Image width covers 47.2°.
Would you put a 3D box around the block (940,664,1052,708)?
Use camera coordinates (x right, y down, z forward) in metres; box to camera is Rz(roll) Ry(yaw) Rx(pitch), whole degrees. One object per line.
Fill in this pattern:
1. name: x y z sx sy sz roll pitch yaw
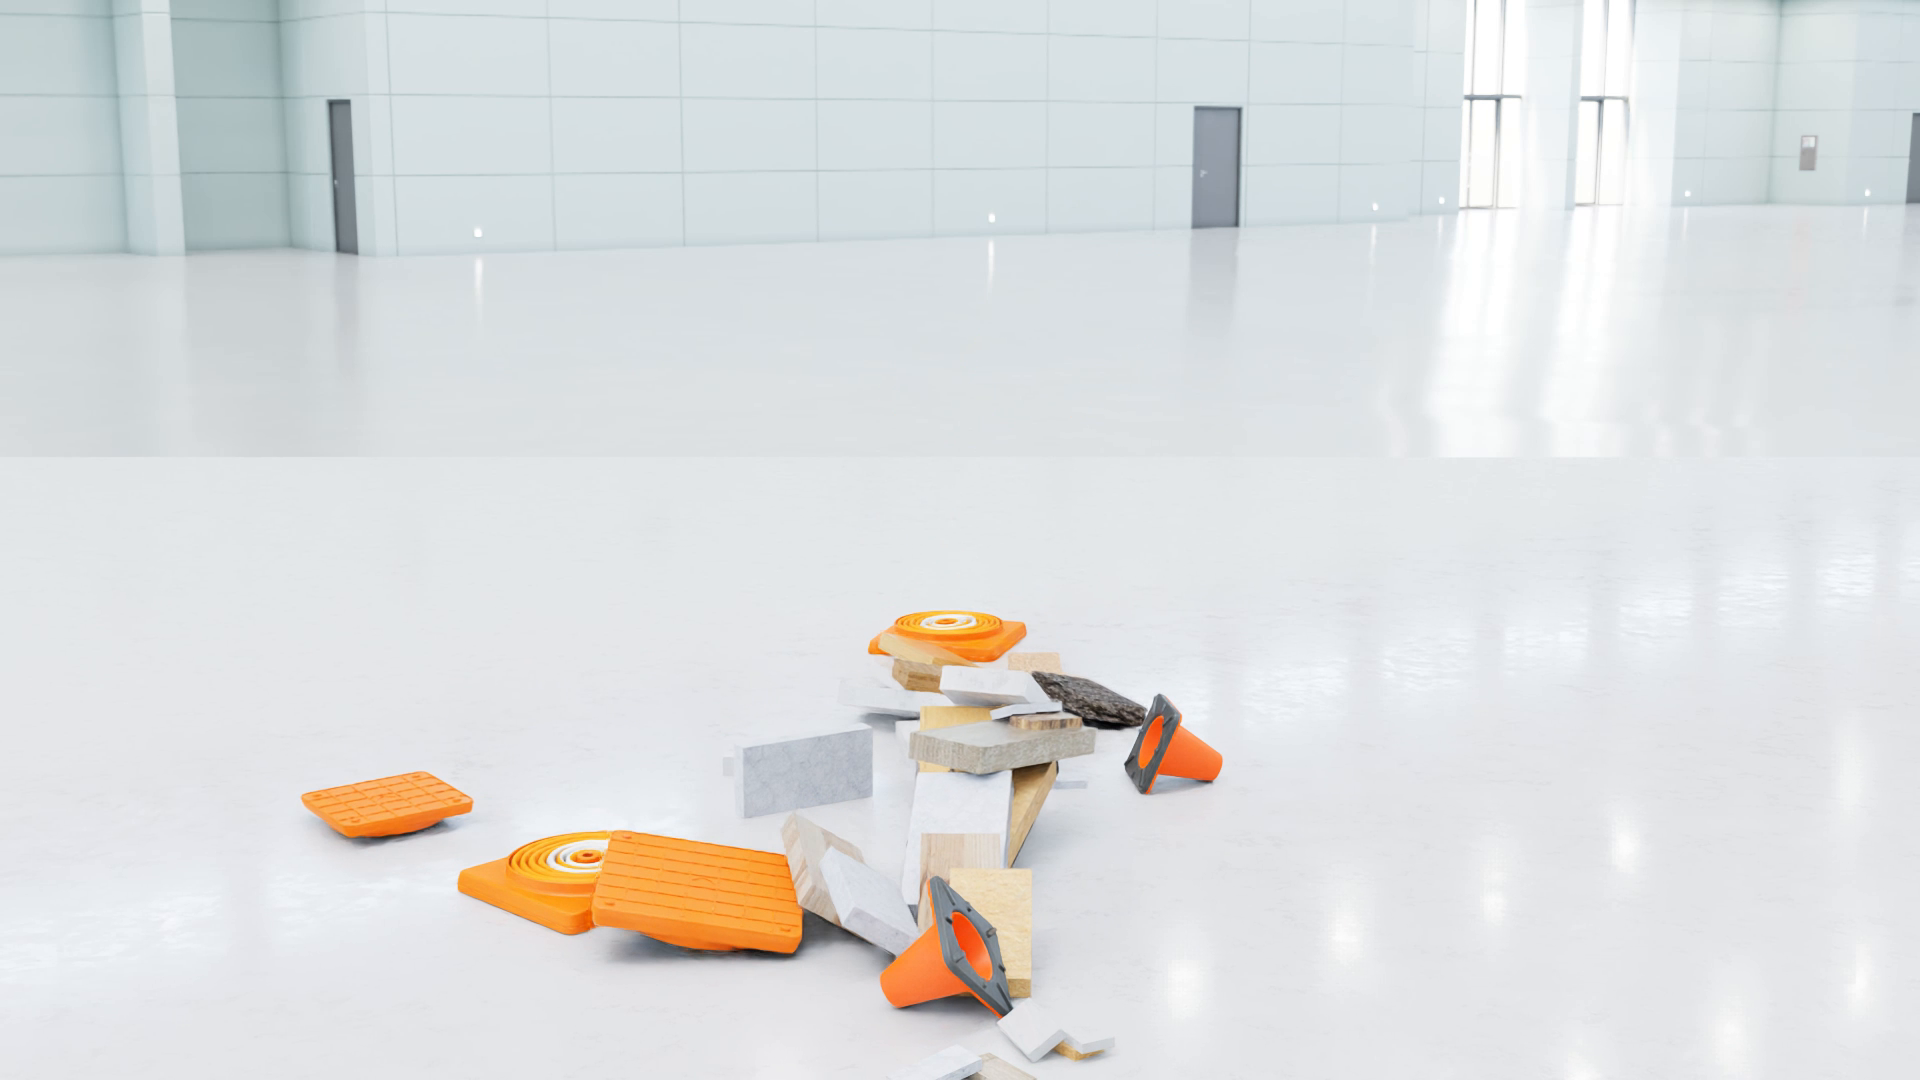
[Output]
1. block: 0.095 0.337 4.414 0.174 0.049 0.347 4 -21 19

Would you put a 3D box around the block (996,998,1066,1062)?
1. block: 0.099 0.681 3.057 0.058 0.016 0.116 -36 20 -11

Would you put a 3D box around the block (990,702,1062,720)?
1. block: 0.120 0.309 3.976 0.120 0.017 0.060 -1 -13 -40

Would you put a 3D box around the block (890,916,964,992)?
1. block: -0.050 0.617 3.276 0.116 0.016 0.058 -44 19 -5

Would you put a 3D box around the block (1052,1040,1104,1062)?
1. block: 0.146 0.695 3.061 0.052 0.015 0.104 -8 13 -37

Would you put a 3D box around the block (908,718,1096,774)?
1. block: 0.077 0.357 3.872 0.162 0.046 0.323 8 7 39

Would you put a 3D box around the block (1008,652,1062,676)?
1. block: 0.174 0.305 5.108 0.120 0.034 0.239 0 11 0

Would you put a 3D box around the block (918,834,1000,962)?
1. block: 0.000 0.560 3.461 0.127 0.036 0.255 0 34 1

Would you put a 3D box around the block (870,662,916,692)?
1. block: -0.105 0.316 4.903 0.120 0.034 0.299 11 1 -17

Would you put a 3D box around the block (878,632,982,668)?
1. block: -0.067 0.277 5.132 0.141 0.040 0.283 15 2 -28

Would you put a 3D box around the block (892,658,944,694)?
1. block: 0.007 0.308 4.705 0.283 0.040 0.141 10 5 -16

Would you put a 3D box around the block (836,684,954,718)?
1. block: -0.097 0.350 4.689 0.295 0.042 0.148 4 -10 27

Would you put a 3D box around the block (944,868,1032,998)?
1. block: 0.045 0.592 3.332 0.127 0.036 0.255 0 30 2

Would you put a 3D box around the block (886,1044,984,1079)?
1. block: -0.034 0.710 2.933 0.116 0.016 0.058 -17 18 -32

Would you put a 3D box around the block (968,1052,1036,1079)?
1. block: 0.050 0.717 2.945 0.052 0.015 0.104 -8 13 -36

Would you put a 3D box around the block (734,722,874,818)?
1. block: -0.293 0.433 4.139 0.273 0.136 0.039 -6 12 -31

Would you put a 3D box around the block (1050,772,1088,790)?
1. block: 0.185 0.468 4.279 0.120 0.017 0.060 -1 11 -3

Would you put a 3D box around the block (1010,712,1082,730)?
1. block: 0.154 0.324 3.939 0.120 0.017 0.060 -1 7 -39

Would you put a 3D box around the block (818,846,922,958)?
1. block: -0.140 0.565 3.419 0.127 0.036 0.255 31 5 -16

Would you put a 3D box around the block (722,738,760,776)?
1. block: -0.330 0.435 4.400 0.273 0.039 0.136 0 11 1

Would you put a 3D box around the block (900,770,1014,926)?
1. block: -0.002 0.505 3.631 0.162 0.046 0.323 -3 34 7

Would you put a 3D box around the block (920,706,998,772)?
1. block: 0.011 0.415 4.164 0.174 0.049 0.347 1 22 -1

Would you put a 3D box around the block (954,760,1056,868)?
1. block: 0.044 0.467 3.801 0.162 0.046 0.323 5 28 18

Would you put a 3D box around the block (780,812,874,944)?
1. block: -0.210 0.547 3.590 0.136 0.039 0.351 31 5 -14

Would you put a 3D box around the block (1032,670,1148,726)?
1. block: 0.277 0.344 4.795 0.141 0.040 0.283 11 5 -25

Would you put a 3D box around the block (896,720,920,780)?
1. block: -0.038 0.423 4.454 0.148 0.042 0.295 -2 11 -9

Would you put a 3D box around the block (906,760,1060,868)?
1. block: 0.045 0.473 3.897 0.174 0.049 0.347 5 27 17

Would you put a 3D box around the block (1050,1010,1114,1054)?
1. block: 0.165 0.682 3.050 0.052 0.015 0.104 -6 12 -27
